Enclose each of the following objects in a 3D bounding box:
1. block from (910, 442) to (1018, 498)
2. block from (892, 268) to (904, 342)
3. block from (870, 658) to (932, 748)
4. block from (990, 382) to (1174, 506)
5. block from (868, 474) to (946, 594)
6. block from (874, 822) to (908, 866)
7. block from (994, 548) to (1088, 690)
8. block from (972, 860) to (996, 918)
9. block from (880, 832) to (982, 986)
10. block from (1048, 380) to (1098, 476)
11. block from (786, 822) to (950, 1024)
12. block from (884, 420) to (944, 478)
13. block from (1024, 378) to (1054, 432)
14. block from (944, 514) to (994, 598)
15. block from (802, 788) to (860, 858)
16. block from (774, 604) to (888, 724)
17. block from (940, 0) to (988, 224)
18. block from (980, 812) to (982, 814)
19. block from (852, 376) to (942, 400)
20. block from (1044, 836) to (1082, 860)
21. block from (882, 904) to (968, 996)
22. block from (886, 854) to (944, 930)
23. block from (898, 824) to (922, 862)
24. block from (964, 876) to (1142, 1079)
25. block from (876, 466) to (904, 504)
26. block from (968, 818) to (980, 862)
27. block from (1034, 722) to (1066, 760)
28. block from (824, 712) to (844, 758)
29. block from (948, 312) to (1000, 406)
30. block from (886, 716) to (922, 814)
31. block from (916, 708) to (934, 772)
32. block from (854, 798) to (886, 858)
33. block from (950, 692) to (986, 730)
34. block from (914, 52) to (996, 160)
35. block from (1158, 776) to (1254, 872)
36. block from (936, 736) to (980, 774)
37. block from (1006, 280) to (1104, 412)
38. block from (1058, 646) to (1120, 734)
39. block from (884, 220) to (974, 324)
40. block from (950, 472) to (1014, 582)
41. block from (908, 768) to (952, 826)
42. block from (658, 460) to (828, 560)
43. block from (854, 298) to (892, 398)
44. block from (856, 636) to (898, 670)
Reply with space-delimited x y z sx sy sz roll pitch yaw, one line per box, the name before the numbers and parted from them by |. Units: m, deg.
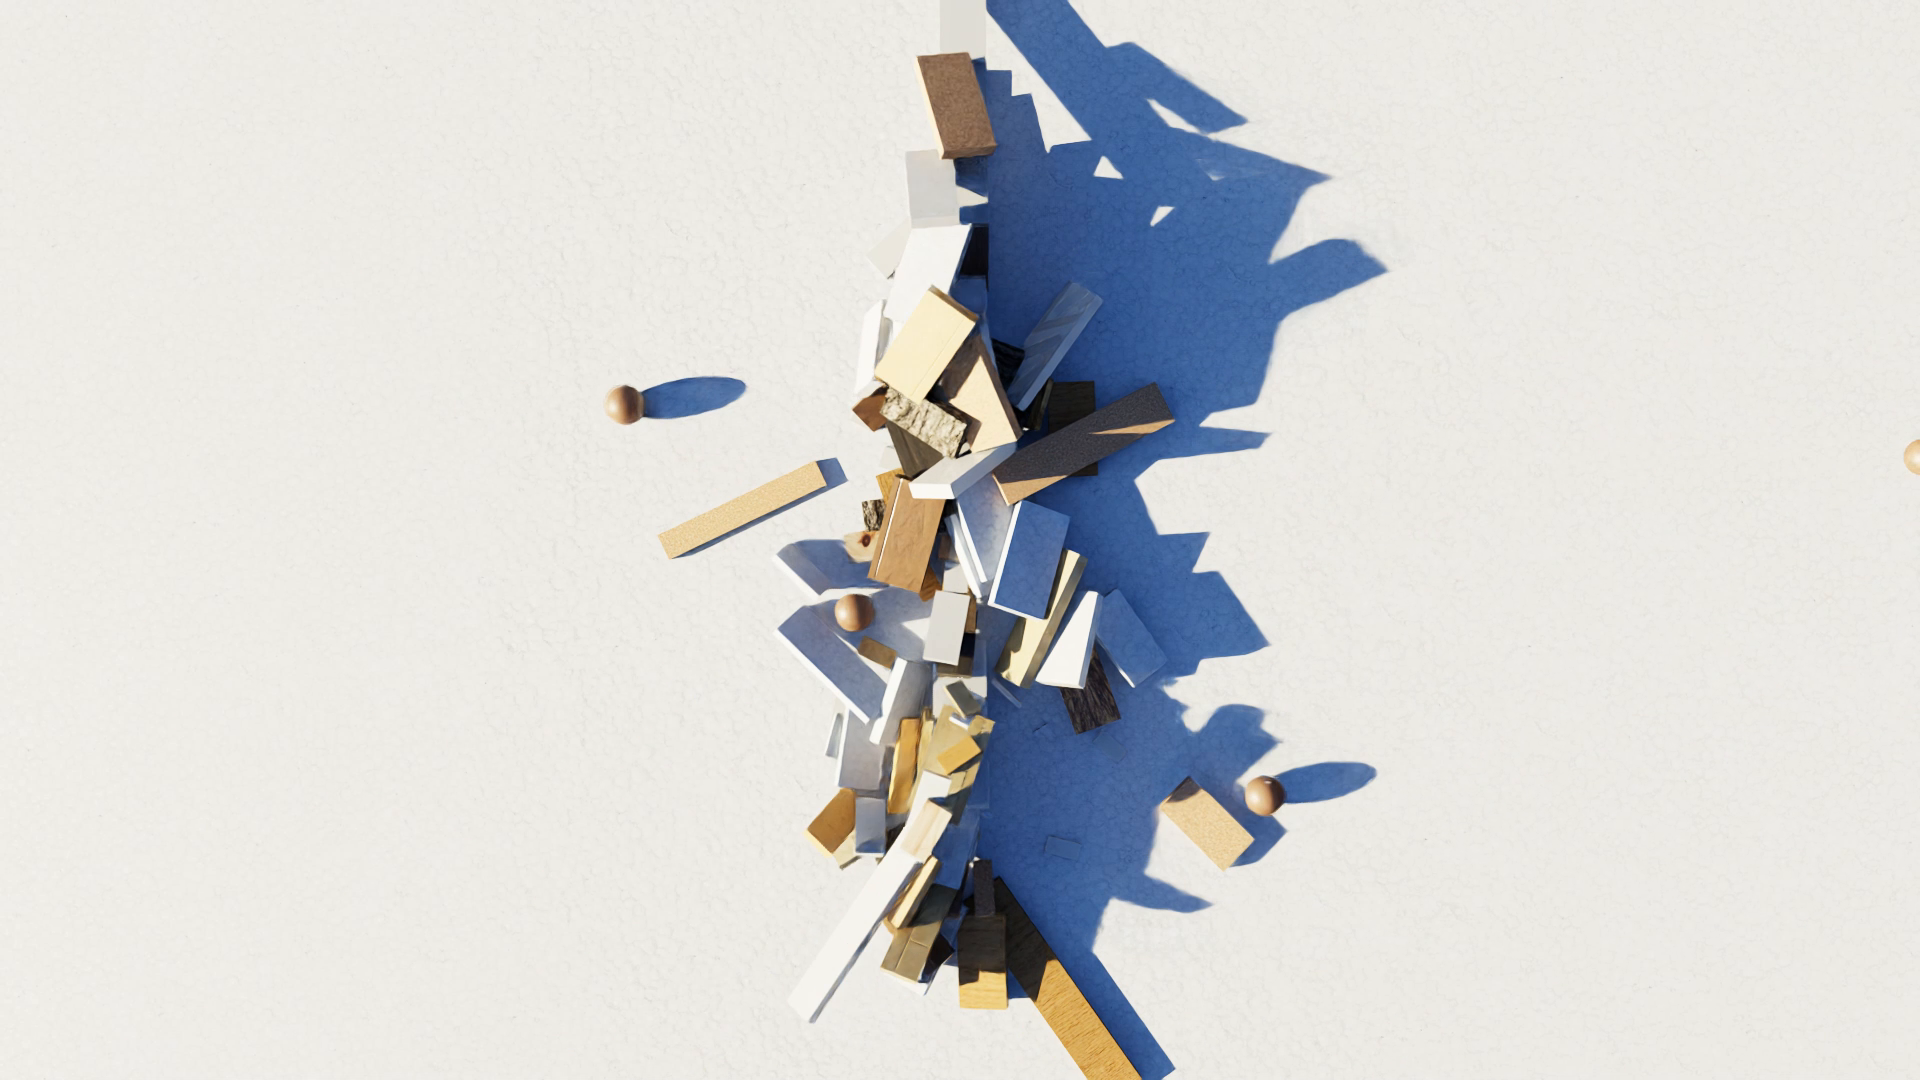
block | 0.014 -0.237 5.319 0.351 0.176 0.050 -38 119 -40
block | -0.149 -0.725 5.281 0.043 0.152 0.303 4 88 -39
block | -0.193 0.539 5.432 0.040 0.143 0.285 19 90 39
block | 0.401 -0.318 5.426 0.623 0.041 0.146 -27 94 -9
block | -0.169 -0.021 5.403 0.179 0.051 0.358 17 108 3
block | -0.171 1.102 5.479 0.148 0.042 0.296 -29 90 0
block | 0.265 0.249 5.423 0.044 0.156 0.468 25 90 -35
block | 0.079 1.149 5.440 0.063 0.018 0.191 -4 58 2
block | -0.091 1.166 5.332 0.123 0.035 0.544 19 58 12
block | 0.373 -0.367 5.478 0.156 0.044 0.312 -2 90 0
block | -0.292 1.189 5.279 0.118 0.034 0.767 29 81 45
block | -0.131 -0.279 5.429 0.142 0.040 0.284 -20 87 -4
block | 0.246 -0.455 5.460 0.090 0.025 0.179 16 90 44
block | 0.062 0.036 5.441 0.142 0.040 0.283 -22 91 -34
block | -0.403 0.920 5.406 0.118 0.034 0.237 44 46 0
block | -0.413 0.406 5.428 0.424 0.040 0.143 44 54 4
block | 0.010 -1.482 5.364 0.152 0.043 0.993 0 77 0
block | 0.013 0.766 5.440 0.131 0.037 0.261 2 72 2
block | -0.196 -0.528 5.459 0.304 0.030 0.106 -17 97 0
block | 0.343 1.025 5.492 0.112 0.016 0.056 14 90 0
block | -0.114 1.314 5.414 0.158 0.045 0.317 26 90 17
block | -0.165 1.113 5.288 0.123 0.035 0.246 24 80 44
block | -0.121 0.921 5.220 0.092 0.026 0.184 21 102 5
block | 0.306 1.494 5.479 0.148 0.042 0.816 -35 90 0
block | -0.161 -0.196 5.457 0.212 0.030 0.106 -19 87 -4
block | -0.003 0.922 5.426 0.131 0.037 0.261 6 66 4
block | 0.298 0.671 5.492 0.056 0.016 0.112 -33 90 0
block | -0.396 0.649 5.458 0.073 0.021 0.147 15 89 -19
block | 0.030 -0.546 5.287 0.175 0.050 0.351 -1 114 30
block | -0.183 0.744 5.447 0.073 0.021 0.325 3 101 -30
block | -0.116 0.659 5.420 0.027 0.096 0.193 6 110 -7
block | -0.296 0.940 5.401 0.096 0.027 0.193 5 58 -10
block | 0.026 0.547 5.315 0.064 0.018 0.129 26 47 13
block | -0.017 -1.387 5.260 0.177 0.050 0.355 -10 72 -16
block | 0.818 0.941 5.479 0.297 0.042 0.149 44 90 0
block | -0.004 0.687 5.268 0.129 0.018 0.064 -33 75 -10
block | 0.284 -0.639 5.433 0.449 0.042 0.149 -54 45 0
block | 0.395 0.440 5.478 0.158 0.045 0.378 -20 90 0
block | -0.098 -0.843 5.176 0.177 0.050 0.355 20 95 14
block | 0.095 -0.062 5.405 0.179 0.051 0.358 -20 90 -21
block | -0.095 0.818 5.172 0.092 0.026 0.184 19 102 6
block | -0.724 -0.100 5.487 0.579 0.025 0.090 -25 90 0
block | -0.280 -0.625 5.382 0.041 0.146 0.292 14 70 -23
block | -0.277 0.374 5.491 0.127 0.018 0.063 26 90 0
